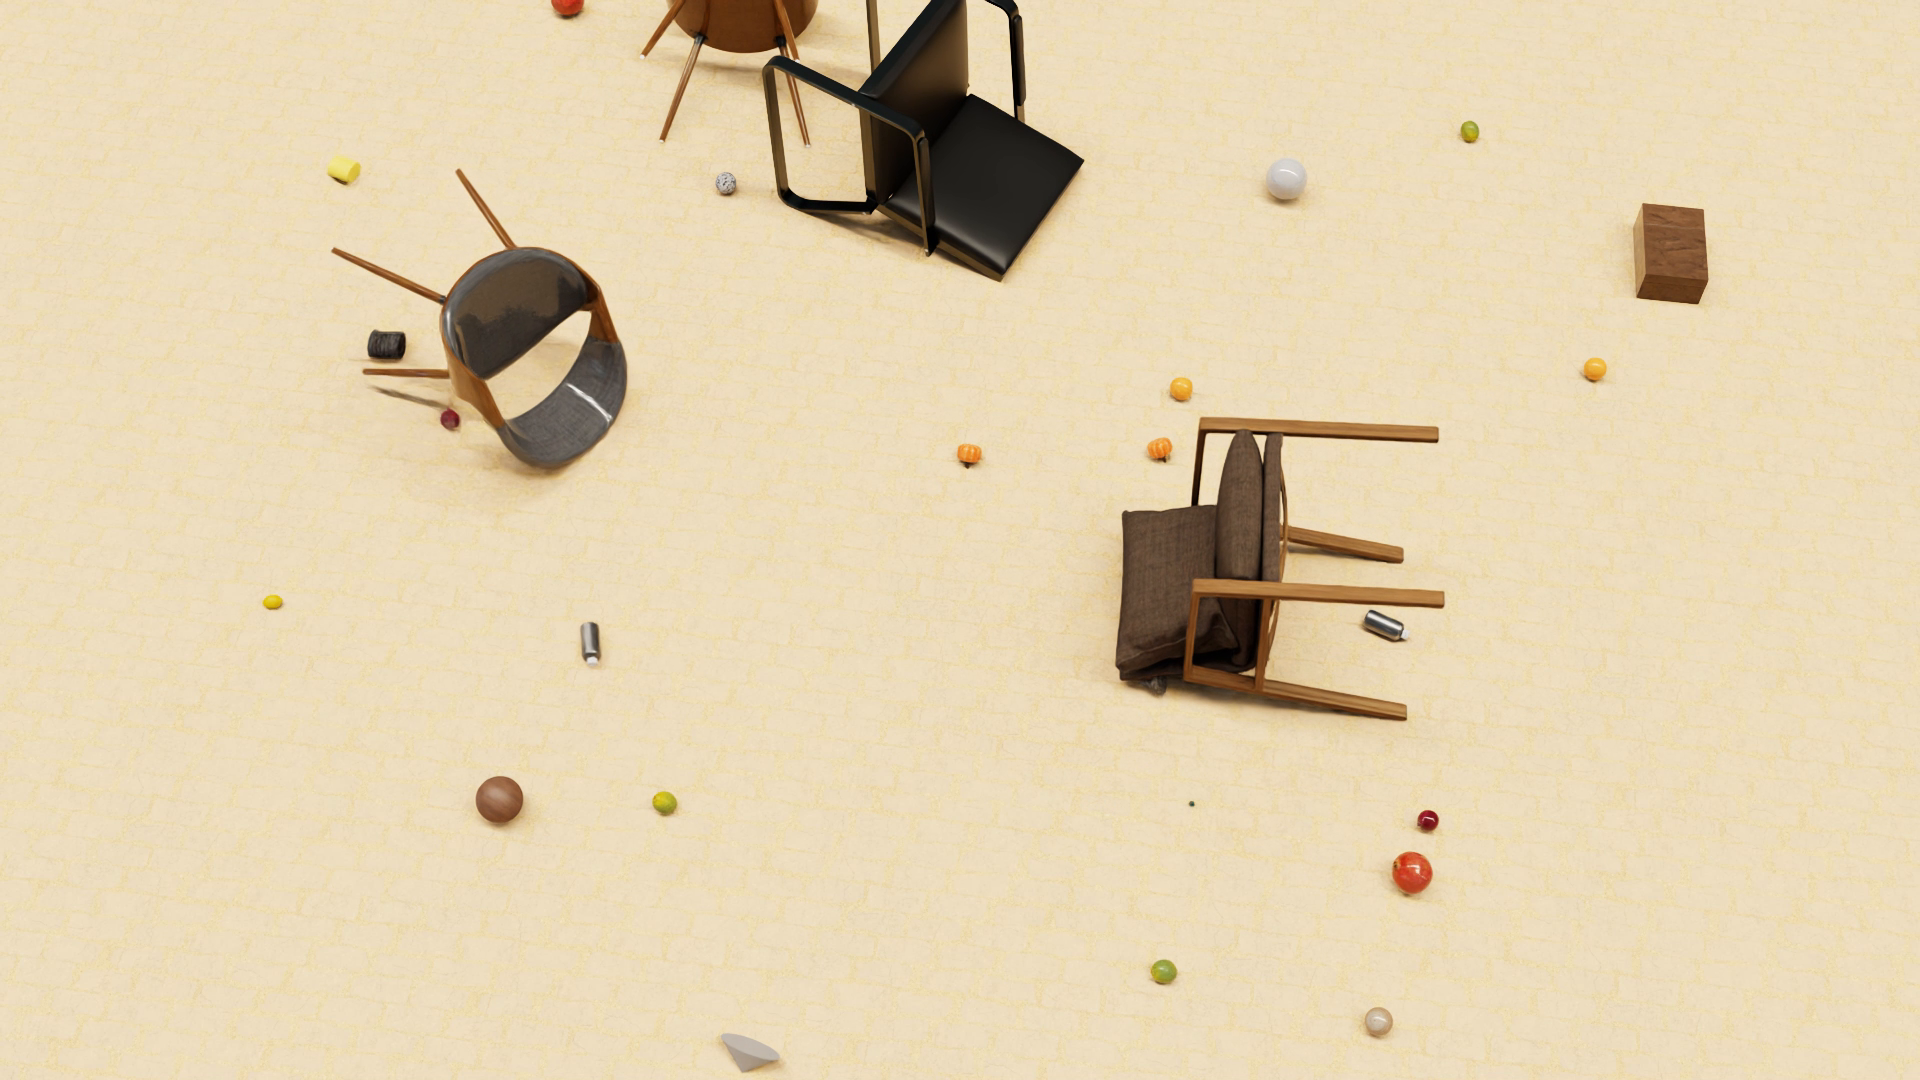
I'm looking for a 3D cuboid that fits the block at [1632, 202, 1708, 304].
[{"bbox_3d":[2.301,-0.928,7.124,0.198,0.120,0.306,6,56,4],"label":"block"}]

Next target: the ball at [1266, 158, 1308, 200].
[{"bbox_3d":[1.084,-1.199,7.295,0.139,0.139,0.139,0,56,0],"label":"ball"}]

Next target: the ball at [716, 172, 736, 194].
[{"bbox_3d":[-0.780,-1.191,7.330,0.071,0.071,0.071,0,56,0],"label":"ball"}]

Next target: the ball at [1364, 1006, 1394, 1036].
[{"bbox_3d":[1.085,1.246,5.693,0.074,0.074,0.074,0,56,0],"label":"ball"}]

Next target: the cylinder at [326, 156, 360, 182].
[{"bbox_3d":[-2.066,-1.243,7.373,0.080,0.057,0.078,22,61,14],"label":"cylinder"}]

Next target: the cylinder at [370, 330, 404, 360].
[{"bbox_3d":[-1.809,-0.618,6.943,0.096,0.075,0.096,8,31,-18],"label":"cylinder"}]

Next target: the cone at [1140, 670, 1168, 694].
[{"bbox_3d":[0.543,0.409,6.281,0.076,0.067,0.070,-8,72,31],"label":"cone"}]

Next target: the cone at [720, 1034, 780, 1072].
[{"bbox_3d":[-0.549,1.336,5.650,0.168,0.114,0.074,19,96,18],"label":"cone"}]
